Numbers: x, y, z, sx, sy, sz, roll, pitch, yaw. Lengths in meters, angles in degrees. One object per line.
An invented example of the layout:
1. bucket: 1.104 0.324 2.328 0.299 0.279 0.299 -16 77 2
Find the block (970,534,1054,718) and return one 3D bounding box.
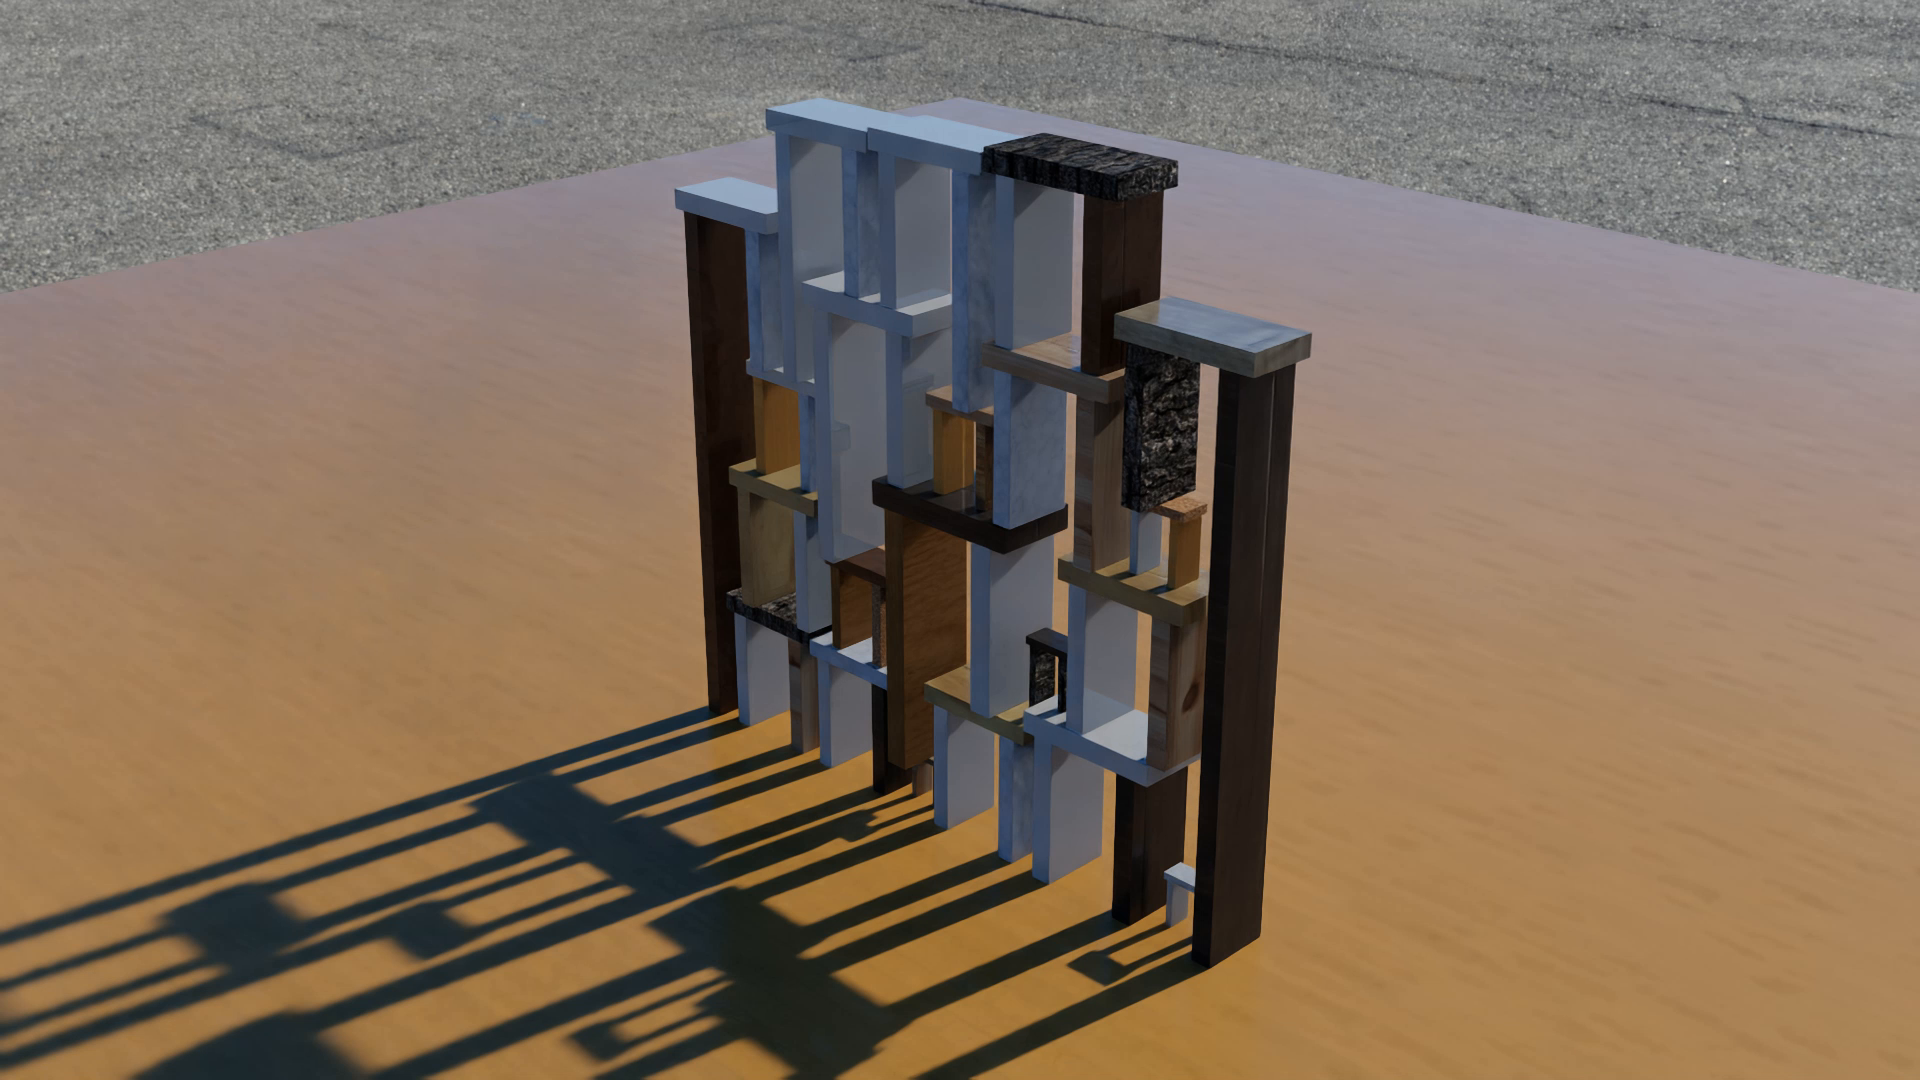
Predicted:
1. block: 0.099 0.147 4.181 0.050 0.350 0.175 21 31 41

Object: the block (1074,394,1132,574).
1. block: 0.268 -0.116 3.877 0.149 0.323 0.042 -21 31 -40

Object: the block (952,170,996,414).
1. block: 0.051 -0.459 3.967 0.144 0.443 0.041 -21 31 -40

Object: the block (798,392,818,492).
1. block: -0.275 -0.209 4.440 0.104 0.209 0.030 -21 31 -41

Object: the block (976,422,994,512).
1. block: 0.068 -0.146 4.079 0.024 0.171 0.086 21 31 40

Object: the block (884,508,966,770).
1. block: -0.066 0.176 4.372 0.050 0.551 0.175 21 31 40

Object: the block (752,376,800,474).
1. block: -0.373 -0.248 4.531 0.104 0.209 0.030 -21 31 -41

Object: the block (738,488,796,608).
1. block: -0.403 -0.002 4.654 0.038 0.266 0.133 21 31 41

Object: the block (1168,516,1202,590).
1. block: 0.390 0.016 3.816 0.064 0.128 0.018 -21 31 -41

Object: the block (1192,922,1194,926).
1. block: 0.448 0.682 4.030 0.014 0.096 0.048 21 31 41

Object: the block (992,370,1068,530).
1. block: 0.128 -0.182 4.001 0.042 0.298 0.149 21 31 41

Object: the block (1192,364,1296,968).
1. block: 0.485 0.227 3.789 0.148 1.123 0.042 -21 31 -41

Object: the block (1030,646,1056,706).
1. block: 0.156 0.262 4.166 0.055 0.152 0.016 -21 31 -41

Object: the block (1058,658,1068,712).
1. block: 0.207 0.263 4.110 0.016 0.110 0.055 21 31 41

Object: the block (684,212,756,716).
1. block: -0.491 -0.158 4.686 0.041 1.130 0.144 21 31 41

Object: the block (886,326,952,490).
1. block: -0.069 -0.265 4.185 0.043 0.307 0.153 21 31 40

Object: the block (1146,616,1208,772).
1. block: 0.399 0.252 3.903 0.041 0.292 0.146 21 31 41

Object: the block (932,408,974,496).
1. block: -0.012 -0.178 4.155 0.024 0.171 0.085 21 31 41

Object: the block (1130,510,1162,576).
1. block: 0.328 -0.008 3.871 0.064 0.128 0.018 -21 31 -40

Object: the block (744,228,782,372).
1. block: -0.356 -0.492 4.396 0.144 0.287 0.041 -21 31 -41

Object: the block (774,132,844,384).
1. block: -0.286 -0.560 4.291 0.140 0.494 0.040 -21 31 -40

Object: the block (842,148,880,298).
1. block: -0.154 -0.606 4.127 0.040 0.280 0.140 21 31 41

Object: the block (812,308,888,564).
1. block: -0.214 -0.221 4.361 0.043 0.525 0.153 21 31 41

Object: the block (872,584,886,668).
1. block: -0.136 0.159 4.433 0.026 0.181 0.090 21 31 41

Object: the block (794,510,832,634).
1. block: -0.278 0.047 4.539 0.038 0.265 0.133 21 31 41

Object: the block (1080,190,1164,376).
1. block: 0.275 -0.446 3.741 0.153 0.307 0.043 -21 31 -40

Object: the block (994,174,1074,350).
1. block: 0.131 -0.502 3.874 0.153 0.307 0.043 -21 31 -40

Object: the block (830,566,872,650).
1. block: -0.221 0.126 4.512 0.026 0.181 0.090 21 31 41

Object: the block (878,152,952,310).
1. block: -0.082 -0.583 4.063 0.041 0.288 0.144 21 31 41

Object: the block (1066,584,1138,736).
1. block: 0.261 0.198 4.030 0.041 0.292 0.146 21 31 41

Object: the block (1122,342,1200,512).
1. block: 0.344 -0.209 3.757 0.148 0.296 0.042 -21 31 -40

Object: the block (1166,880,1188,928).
1. block: 0.403 0.665 4.071 0.014 0.096 0.048 21 31 41
